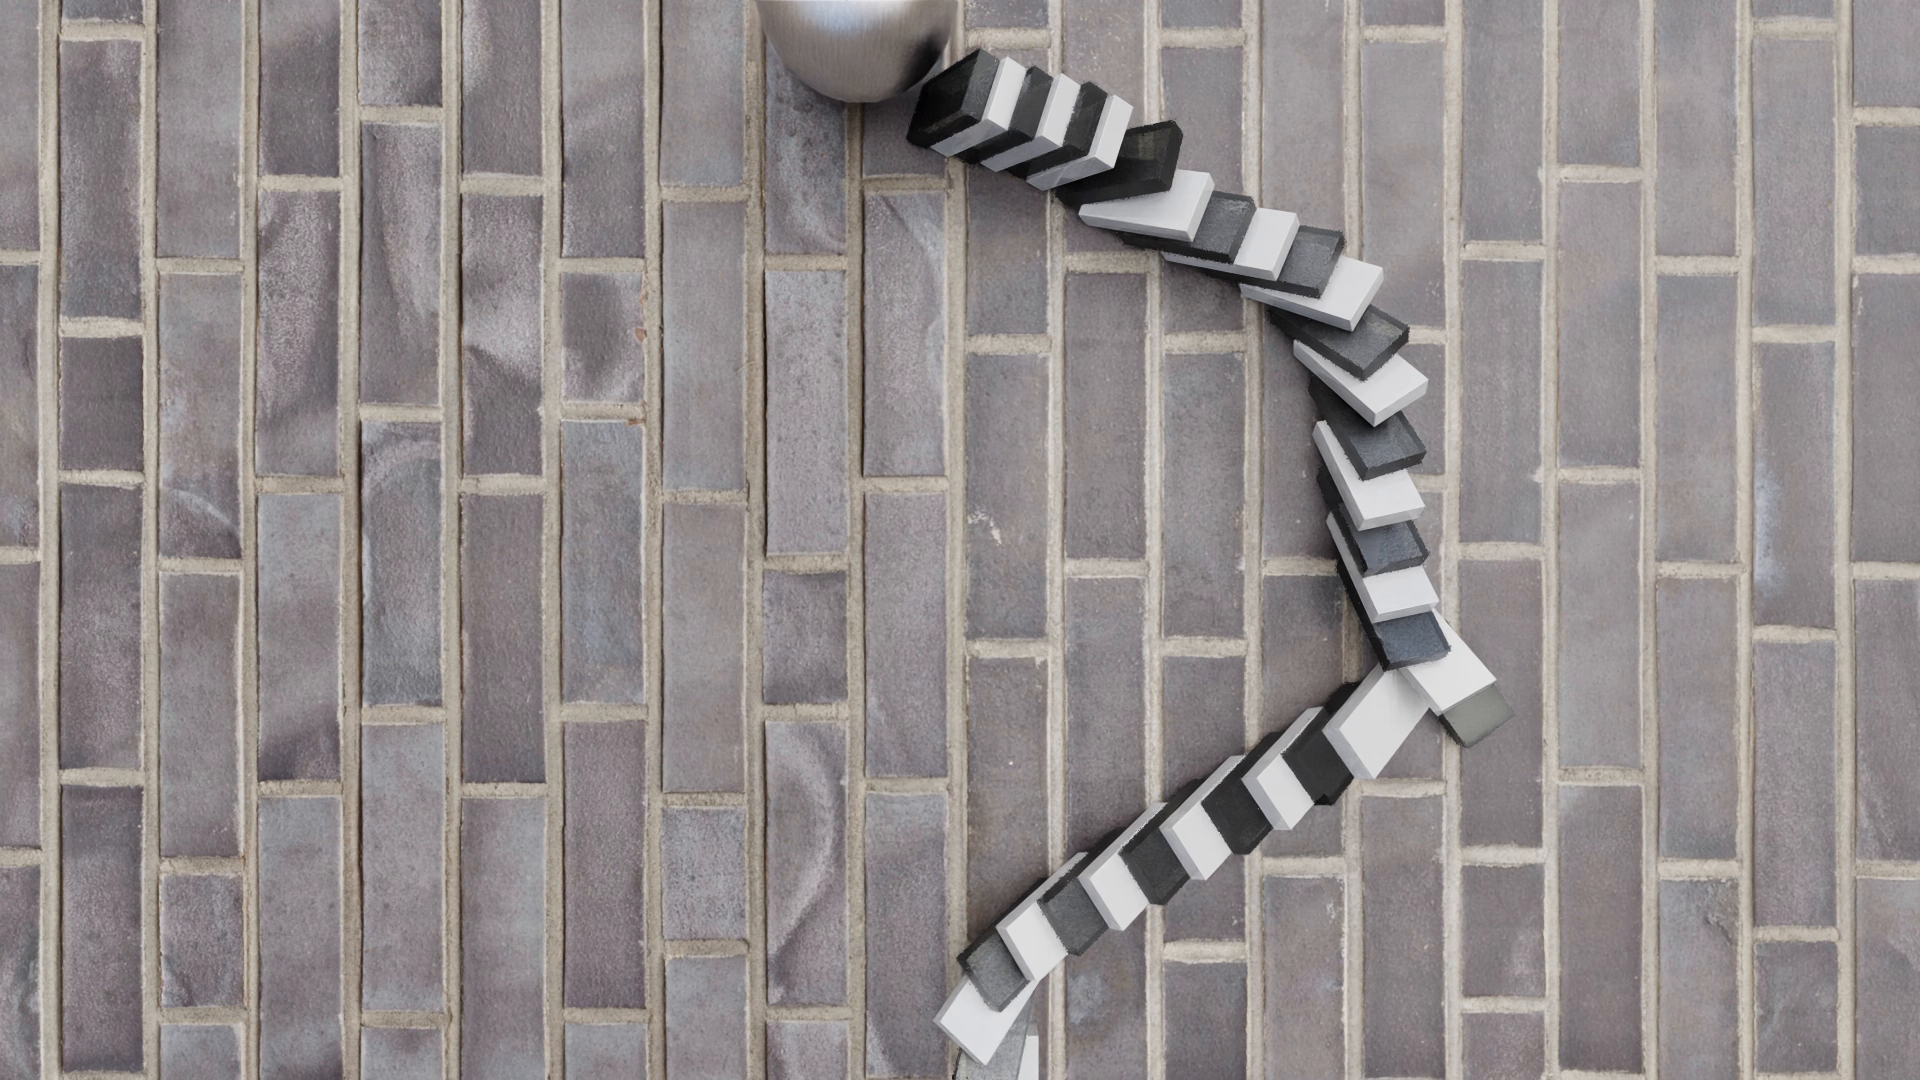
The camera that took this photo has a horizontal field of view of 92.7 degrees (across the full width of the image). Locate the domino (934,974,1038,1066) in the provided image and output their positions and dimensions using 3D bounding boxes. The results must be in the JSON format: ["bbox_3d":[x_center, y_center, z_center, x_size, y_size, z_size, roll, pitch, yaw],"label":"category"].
[{"bbox_3d":[0.014,0.187,0.382,0.025,0.010,0.050,43,58,2],"label":"domino"}]

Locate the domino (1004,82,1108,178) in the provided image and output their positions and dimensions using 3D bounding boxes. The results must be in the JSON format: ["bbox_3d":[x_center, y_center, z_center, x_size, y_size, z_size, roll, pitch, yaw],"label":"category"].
[{"bbox_3d":[0.038,-0.167,0.376,0.010,0.050,0.025,18,90,-30],"label":"domino"}]

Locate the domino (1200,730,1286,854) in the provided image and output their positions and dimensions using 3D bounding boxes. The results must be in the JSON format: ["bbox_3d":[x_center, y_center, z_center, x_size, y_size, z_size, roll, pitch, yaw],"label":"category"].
[{"bbox_3d":[0.126,0.105,0.384,0.050,0.010,0.025,-33,90,-29],"label":"domino"}]

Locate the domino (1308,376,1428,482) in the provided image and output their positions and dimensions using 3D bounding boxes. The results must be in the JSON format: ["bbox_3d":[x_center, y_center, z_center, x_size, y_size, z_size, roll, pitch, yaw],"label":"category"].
[{"bbox_3d":[0.170,-0.051,0.384,0.025,0.010,0.050,-18,60,0],"label":"domino"}]

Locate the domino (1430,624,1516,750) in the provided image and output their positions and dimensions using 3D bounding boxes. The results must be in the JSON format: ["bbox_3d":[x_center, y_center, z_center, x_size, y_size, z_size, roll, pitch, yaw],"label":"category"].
[{"bbox_3d":[0.212,0.062,0.395,0.025,0.010,0.050,-37,90,0],"label":"domino"}]

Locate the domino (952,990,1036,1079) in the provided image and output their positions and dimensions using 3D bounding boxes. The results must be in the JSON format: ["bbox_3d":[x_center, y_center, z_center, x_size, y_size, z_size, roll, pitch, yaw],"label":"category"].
[{"bbox_3d":[0.013,0.211,0.383,0.025,0.009,0.050,17,58,0],"label":"domino"}]

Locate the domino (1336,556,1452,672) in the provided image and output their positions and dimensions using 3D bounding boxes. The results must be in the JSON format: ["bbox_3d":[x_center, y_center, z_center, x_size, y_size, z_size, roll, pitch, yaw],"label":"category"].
[{"bbox_3d":[0.180,0.028,0.383,0.025,0.009,0.050,-13,60,1],"label":"domino"}]

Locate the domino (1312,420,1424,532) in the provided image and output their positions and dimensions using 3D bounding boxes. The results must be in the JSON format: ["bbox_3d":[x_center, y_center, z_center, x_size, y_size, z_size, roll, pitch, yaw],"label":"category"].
[{"bbox_3d":[0.170,-0.030,0.383,0.025,0.009,0.050,-12,60,0],"label":"domino"}]

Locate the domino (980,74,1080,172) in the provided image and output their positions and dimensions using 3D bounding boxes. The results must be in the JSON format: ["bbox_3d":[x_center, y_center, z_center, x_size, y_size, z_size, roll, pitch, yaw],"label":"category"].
[{"bbox_3d":[0.027,-0.170,0.376,0.010,0.050,0.025,18,90,-30],"label":"domino"}]

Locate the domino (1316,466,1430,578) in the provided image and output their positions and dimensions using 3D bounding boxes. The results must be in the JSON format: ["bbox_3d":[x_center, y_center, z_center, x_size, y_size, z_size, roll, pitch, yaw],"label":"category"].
[{"bbox_3d":[0.172,-0.011,0.383,0.025,0.009,0.050,-12,60,0],"label":"domino"}]

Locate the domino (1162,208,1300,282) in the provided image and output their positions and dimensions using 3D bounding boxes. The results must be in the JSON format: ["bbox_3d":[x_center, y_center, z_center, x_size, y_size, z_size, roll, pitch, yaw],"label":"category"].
[{"bbox_3d":[0.112,-0.126,0.383,0.050,0.009,0.025,23,90,32],"label":"domino"}]

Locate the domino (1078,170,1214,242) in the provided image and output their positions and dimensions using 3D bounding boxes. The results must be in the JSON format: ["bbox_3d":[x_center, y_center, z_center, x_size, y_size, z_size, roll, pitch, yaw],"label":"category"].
[{"bbox_3d":[0.077,-0.142,0.383,0.050,0.010,0.025,22,90,31],"label":"domino"}]

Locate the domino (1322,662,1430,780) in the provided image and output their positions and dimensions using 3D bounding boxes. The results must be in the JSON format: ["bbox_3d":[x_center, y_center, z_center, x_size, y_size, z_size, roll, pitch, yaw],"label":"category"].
[{"bbox_3d":[0.175,0.074,0.383,0.050,0.010,0.025,-36,92,-29],"label":"domino"}]

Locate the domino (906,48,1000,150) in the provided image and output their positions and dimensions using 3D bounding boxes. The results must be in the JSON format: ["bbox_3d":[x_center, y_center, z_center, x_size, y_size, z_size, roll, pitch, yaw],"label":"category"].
[{"bbox_3d":[-0.004,-0.180,0.376,0.009,0.050,0.025,18,90,-30],"label":"domino"}]

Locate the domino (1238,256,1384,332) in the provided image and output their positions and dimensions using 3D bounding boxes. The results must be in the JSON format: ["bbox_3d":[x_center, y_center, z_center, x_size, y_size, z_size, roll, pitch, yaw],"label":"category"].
[{"bbox_3d":[0.146,-0.108,0.383,0.050,0.010,0.025,31,89,32],"label":"domino"}]

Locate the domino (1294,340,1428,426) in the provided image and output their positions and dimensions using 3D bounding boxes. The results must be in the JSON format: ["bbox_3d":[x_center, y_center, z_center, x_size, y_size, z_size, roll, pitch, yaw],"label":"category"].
[{"bbox_3d":[0.166,-0.072,0.382,0.025,0.010,0.050,-33,57,0],"label":"domino"}]

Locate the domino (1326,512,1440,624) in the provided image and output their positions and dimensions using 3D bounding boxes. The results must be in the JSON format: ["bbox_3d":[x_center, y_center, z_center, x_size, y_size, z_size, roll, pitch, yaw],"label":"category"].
[{"bbox_3d":[0.176,0.008,0.384,0.025,0.009,0.050,-12,60,0],"label":"domino"}]

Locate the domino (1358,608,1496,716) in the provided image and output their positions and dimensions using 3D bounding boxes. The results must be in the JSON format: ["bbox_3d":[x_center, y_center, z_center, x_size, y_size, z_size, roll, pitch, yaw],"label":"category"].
[{"bbox_3d":[0.194,0.045,0.383,0.025,0.010,0.050,-30,60,0],"label":"domino"}]

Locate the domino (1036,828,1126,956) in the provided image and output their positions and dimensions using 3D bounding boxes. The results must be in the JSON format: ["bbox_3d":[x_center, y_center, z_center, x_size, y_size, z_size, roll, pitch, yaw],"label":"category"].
[{"bbox_3d":[0.058,0.146,0.383,0.050,0.010,0.025,-31,89,-30],"label":"domino"}]

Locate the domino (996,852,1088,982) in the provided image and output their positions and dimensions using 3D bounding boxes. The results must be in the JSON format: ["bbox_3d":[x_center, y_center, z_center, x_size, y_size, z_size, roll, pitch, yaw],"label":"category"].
[{"bbox_3d":[0.041,0.157,0.383,0.050,0.010,0.025,-30,89,-31],"label":"domino"}]

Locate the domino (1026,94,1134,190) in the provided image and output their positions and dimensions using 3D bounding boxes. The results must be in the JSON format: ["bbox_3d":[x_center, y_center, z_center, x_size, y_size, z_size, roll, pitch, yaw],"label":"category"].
[{"bbox_3d":[0.048,-0.162,0.376,0.009,0.050,0.025,18,90,-30],"label":"domino"}]

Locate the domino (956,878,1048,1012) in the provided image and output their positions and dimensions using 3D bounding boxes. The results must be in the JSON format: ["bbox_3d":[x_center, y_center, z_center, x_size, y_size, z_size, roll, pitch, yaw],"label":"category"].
[{"bbox_3d":[0.025,0.168,0.383,0.050,0.009,0.025,-32,88,-31],"label":"domino"}]

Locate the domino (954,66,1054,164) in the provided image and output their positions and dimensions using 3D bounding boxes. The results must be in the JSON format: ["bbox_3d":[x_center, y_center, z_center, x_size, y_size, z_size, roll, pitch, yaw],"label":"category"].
[{"bbox_3d":[0.017,-0.173,0.376,0.009,0.050,0.025,18,90,-30],"label":"domino"}]

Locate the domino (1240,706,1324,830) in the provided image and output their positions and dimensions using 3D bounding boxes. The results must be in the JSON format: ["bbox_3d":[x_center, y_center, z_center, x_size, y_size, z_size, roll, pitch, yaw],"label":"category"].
[{"bbox_3d":[0.142,0.095,0.384,0.050,0.010,0.025,-34,90,-29],"label":"domino"}]

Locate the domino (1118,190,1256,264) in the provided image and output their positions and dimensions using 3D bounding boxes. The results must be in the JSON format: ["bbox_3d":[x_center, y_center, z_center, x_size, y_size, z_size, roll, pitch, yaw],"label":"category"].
[{"bbox_3d":[0.094,-0.133,0.383,0.050,0.009,0.025,23,90,31],"label":"domino"}]

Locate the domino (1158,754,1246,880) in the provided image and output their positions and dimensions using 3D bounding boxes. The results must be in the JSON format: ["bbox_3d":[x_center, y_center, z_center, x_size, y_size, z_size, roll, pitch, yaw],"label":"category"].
[{"bbox_3d":[0.108,0.115,0.384,0.050,0.010,0.025,-33,90,-29],"label":"domino"}]

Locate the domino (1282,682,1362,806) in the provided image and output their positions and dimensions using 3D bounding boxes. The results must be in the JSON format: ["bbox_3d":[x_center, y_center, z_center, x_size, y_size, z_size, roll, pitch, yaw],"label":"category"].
[{"bbox_3d":[0.158,0.085,0.384,0.050,0.009,0.025,-36,91,-29],"label":"domino"}]

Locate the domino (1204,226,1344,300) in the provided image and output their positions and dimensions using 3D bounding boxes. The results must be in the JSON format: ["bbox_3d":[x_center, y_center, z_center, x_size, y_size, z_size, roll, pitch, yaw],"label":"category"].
[{"bbox_3d":[0.130,-0.119,0.383,0.050,0.009,0.025,23,88,31],"label":"domino"}]

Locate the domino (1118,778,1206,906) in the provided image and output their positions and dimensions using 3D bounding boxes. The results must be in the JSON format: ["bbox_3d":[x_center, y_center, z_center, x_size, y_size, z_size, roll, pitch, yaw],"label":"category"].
[{"bbox_3d":[0.092,0.126,0.384,0.050,0.009,0.025,-33,90,-29],"label":"domino"}]

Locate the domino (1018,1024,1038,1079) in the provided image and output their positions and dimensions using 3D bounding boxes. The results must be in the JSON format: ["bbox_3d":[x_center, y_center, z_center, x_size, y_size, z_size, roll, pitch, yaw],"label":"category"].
[{"bbox_3d":[0.021,0.236,0.395,0.025,0.010,0.050,0,90,0],"label":"domino"}]

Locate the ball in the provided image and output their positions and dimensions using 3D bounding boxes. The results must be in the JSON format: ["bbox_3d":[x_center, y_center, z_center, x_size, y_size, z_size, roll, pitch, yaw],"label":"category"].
[{"bbox_3d":[-0.040,-0.216,0.360,0.080,0.080,0.080,0,90,0],"label":"ball"}]

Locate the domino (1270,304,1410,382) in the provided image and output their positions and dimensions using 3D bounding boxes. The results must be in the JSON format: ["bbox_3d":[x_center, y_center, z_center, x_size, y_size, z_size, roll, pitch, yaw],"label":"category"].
[{"bbox_3d":[0.157,-0.090,0.382,0.025,0.009,0.050,-43,57,0],"label":"domino"}]

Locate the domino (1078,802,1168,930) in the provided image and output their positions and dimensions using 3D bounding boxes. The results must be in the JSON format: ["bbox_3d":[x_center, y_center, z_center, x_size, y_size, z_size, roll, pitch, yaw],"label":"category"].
[{"bbox_3d":[0.075,0.136,0.384,0.050,0.010,0.025,-33,90,-29],"label":"domino"}]

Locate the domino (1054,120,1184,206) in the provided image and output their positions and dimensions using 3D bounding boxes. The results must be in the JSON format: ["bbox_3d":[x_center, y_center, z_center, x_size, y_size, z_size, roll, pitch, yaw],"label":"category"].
[{"bbox_3d":[0.065,-0.155,0.379,0.050,0.010,0.025,8,81,41],"label":"domino"}]

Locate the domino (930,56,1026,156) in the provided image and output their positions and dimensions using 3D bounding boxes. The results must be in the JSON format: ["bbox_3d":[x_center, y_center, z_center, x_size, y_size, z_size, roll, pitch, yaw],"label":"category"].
[{"bbox_3d":[0.007,-0.176,0.376,0.009,0.050,0.025,18,90,-30],"label":"domino"}]
